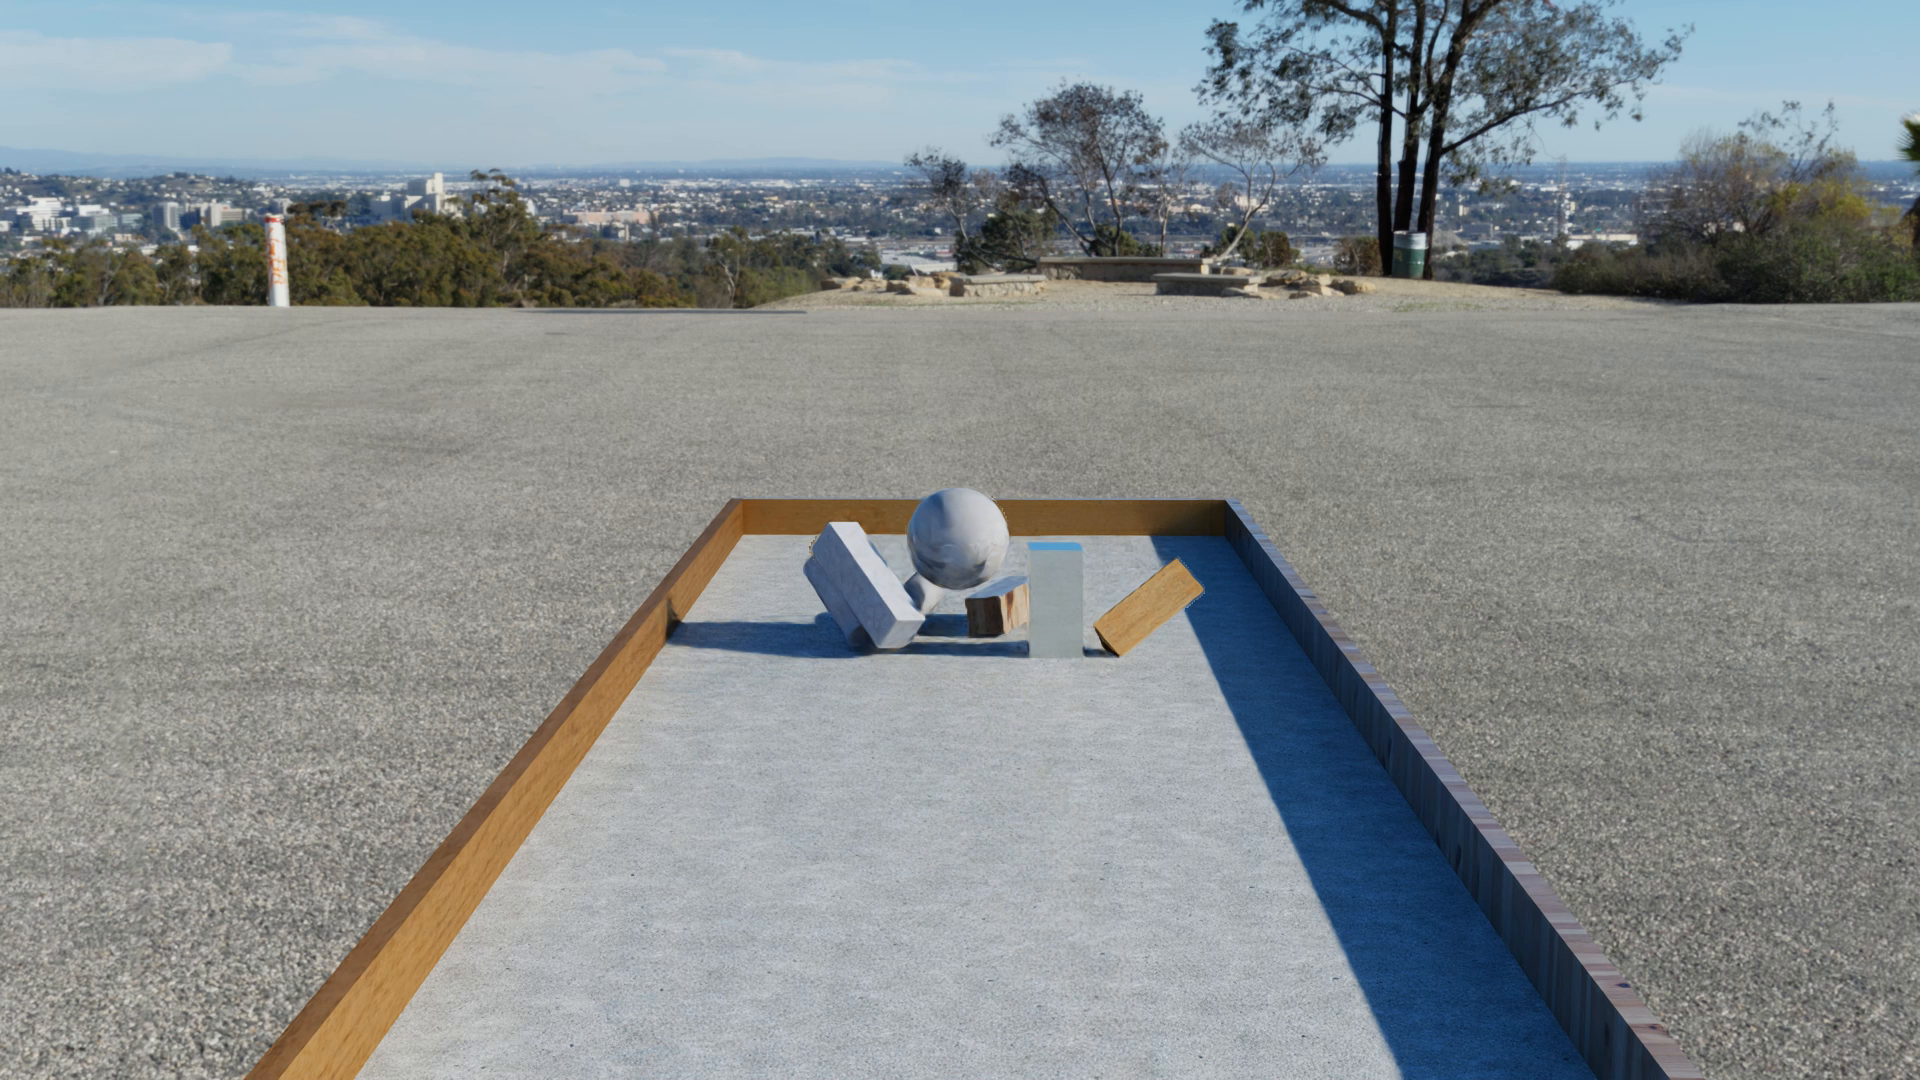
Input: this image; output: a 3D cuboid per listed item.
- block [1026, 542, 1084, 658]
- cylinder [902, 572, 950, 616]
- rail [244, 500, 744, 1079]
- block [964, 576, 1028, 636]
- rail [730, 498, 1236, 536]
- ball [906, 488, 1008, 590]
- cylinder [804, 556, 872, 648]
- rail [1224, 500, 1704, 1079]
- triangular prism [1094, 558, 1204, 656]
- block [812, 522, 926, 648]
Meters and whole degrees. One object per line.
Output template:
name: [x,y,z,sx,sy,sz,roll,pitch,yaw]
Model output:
block: [0.293,0.184,6.787,0.162,0.332,0.162,0,9,-1]
cylinder: [-0.147,0.194,7.197,0.125,0.125,0.445,3,17,18]
rail: [-1.004,0.839,3.234,0.050,0.150,12.000,0,9,1]
block: [0.153,0.211,7.198,0.122,0.122,0.370,-4,8,25]
rail: [0.099,-0.098,9.147,2.100,0.150,0.050,0,9,1]
ball: [-0.008,-0.004,6.988,0.327,0.327,0.327,0,9,0]
cylinder: [-0.371,0.183,6.943,0.121,0.121,0.315,-7,48,-36]
rail: [1.046,0.843,3.208,0.050,0.150,12.000,0,9,1]
triangular prism: [0.570,0.201,6.804,0.338,0.115,0.133,-38,18,-10]
block: [-0.288,0.138,6.845,0.122,0.122,0.433,1,44,-45]
